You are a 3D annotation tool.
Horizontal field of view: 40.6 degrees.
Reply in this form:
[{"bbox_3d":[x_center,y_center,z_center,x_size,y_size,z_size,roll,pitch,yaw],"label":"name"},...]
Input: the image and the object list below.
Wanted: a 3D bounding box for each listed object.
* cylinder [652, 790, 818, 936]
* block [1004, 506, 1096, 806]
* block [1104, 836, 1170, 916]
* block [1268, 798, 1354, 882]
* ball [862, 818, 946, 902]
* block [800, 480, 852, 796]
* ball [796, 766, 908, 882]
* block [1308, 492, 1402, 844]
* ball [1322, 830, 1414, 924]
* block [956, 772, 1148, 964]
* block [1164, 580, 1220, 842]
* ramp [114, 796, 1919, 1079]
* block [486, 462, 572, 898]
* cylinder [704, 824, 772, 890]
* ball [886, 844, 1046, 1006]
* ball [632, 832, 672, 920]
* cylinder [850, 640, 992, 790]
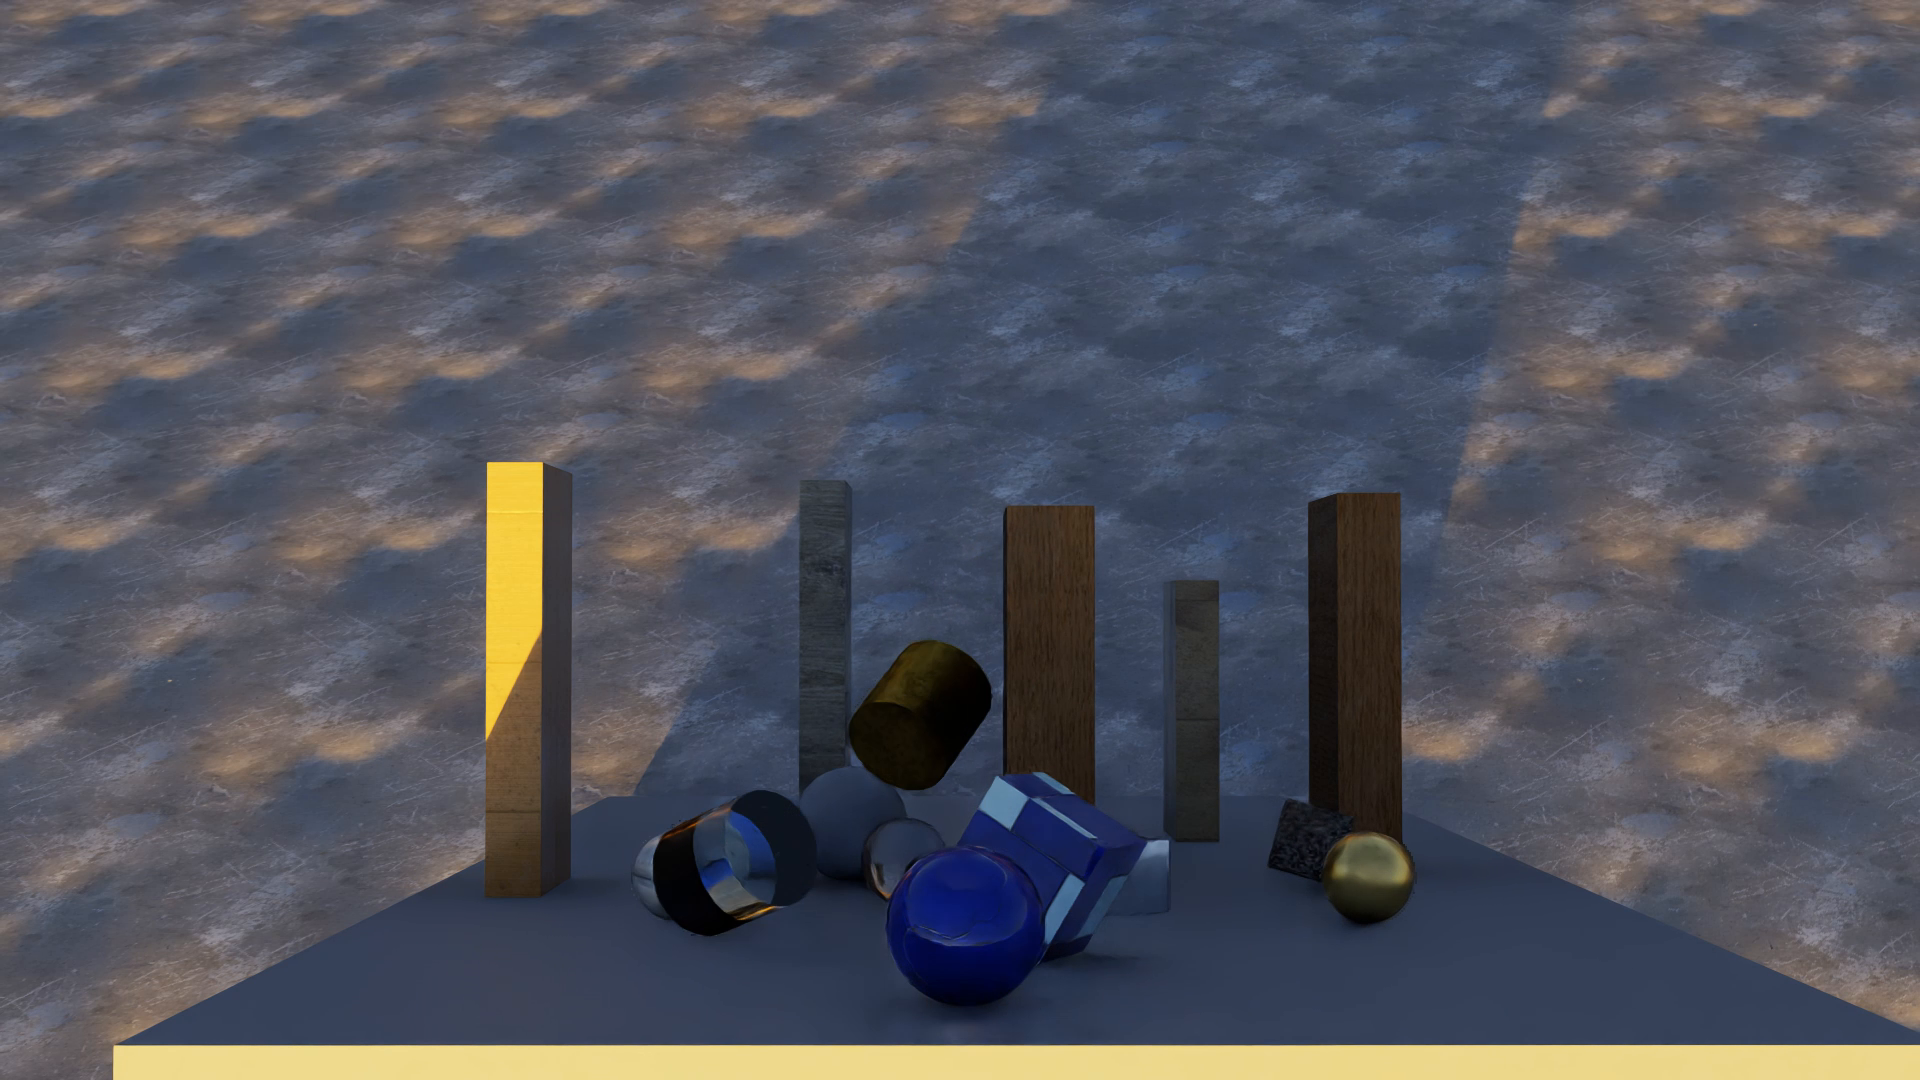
[{"bbox_3d":[-0.327,0.471,3.779,0.172,0.172,0.172,-27,14,41],"label":"cylinder"},{"bbox_3d":[0.147,0.273,4.363,0.142,0.649,0.316,0,-2,0],"label":"block"},{"bbox_3d":[0.258,0.535,4.148,0.114,0.114,0.114,1,-2,-22],"label":"block"},{"bbox_3d":[0.603,0.521,4.473,0.118,0.118,0.118,15,-6,7],"label":"block"},{"bbox_3d":[-0.089,0.522,4.220,0.143,0.143,0.143,0,35,0],"label":"ball"},{"bbox_3d":[-0.281,0.257,5.469,0.093,0.750,0.332,0,-2,0],"label":"block"},{"bbox_3d":[-0.195,0.505,4.621,0.203,0.203,0.203,0,35,0],"label":"ball"},{"bbox_3d":[0.734,0.267,4.847,0.114,0.692,0.387,0,-2,0],"label":"block"},{"bbox_3d":[0.625,0.516,3.982,0.141,0.141,0.141,0,35,0],"label":"ball"},{"bbox_3d":[0.111,0.446,3.564,0.181,0.181,0.181,33,9,21],"label":"block"},{"bbox_3d":[0.496,0.363,5.585,0.091,0.546,0.327,0,-2,0],"label":"block"},{"bbox_3d":[0.077,0.663,4.829,2.000,0.100,4.000,0,-2,0],"label":"ramp"},{"bbox_3d":[-0.749,0.239,4.527,0.093,0.729,0.337,0,-2,0],"label":"block"},{"bbox_3d":[-0.382,0.543,4.459,0.112,0.112,0.112,0,35,-8],"label":"cylinder"},{"bbox_3d":[0.007,0.464,3.127,0.193,0.193,0.193,0,35,0],"label":"ball"},{"bbox_3d":[-0.437,0.519,4.014,0.138,0.138,0.138,0,35,0],"label":"ball"},{"bbox_3d":[-0.066,0.296,4.388,0.182,0.182,0.182,15,38,20],"label":"cylinder"}]
